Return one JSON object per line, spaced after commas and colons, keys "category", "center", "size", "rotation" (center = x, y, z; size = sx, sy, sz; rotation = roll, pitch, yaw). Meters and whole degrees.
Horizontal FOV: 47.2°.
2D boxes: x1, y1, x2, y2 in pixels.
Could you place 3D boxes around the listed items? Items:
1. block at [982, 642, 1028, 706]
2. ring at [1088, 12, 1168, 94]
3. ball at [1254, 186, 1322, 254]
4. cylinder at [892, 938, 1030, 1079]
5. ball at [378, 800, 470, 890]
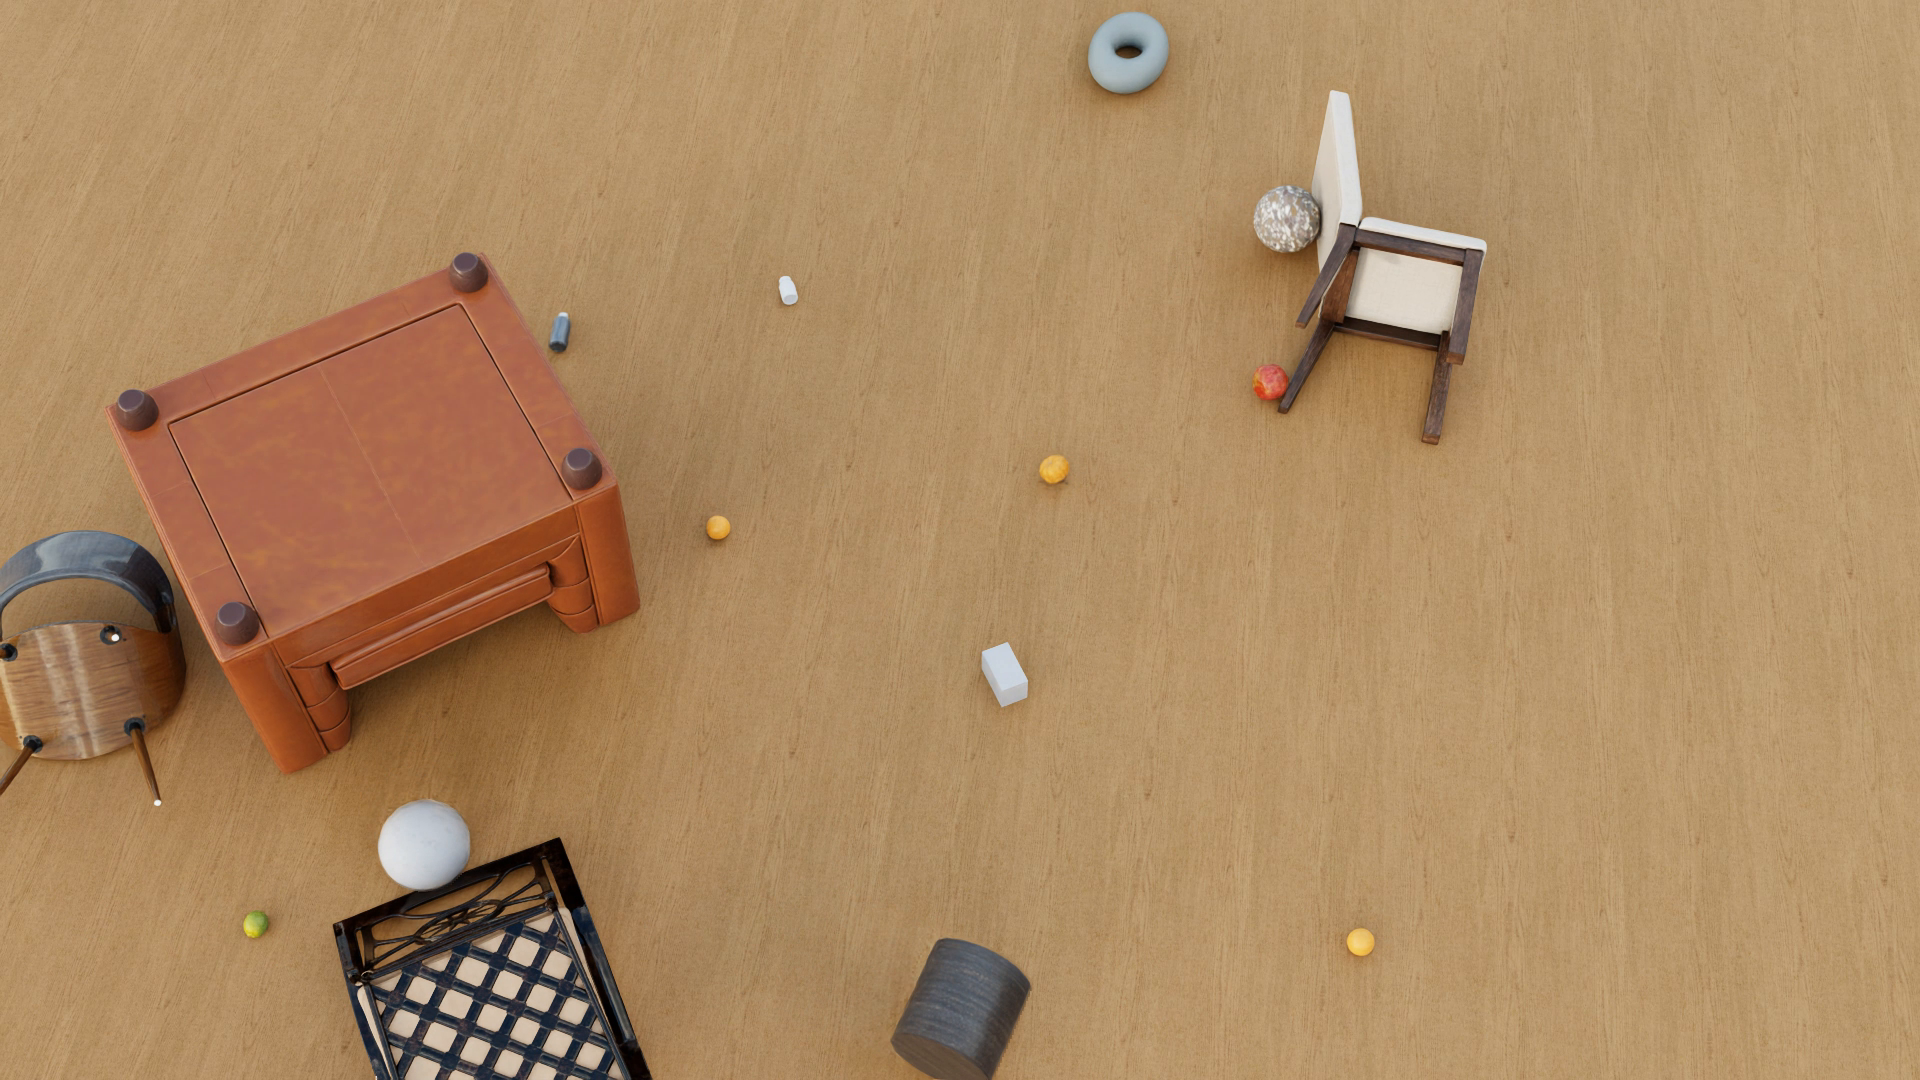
{"category": "block", "center": [0.127, 0.383, 6.260], "size": [0.080, 0.094, 0.140], "rotation": [-20, 58, -13]}
{"category": "ring", "center": [0.586, -1.694, 7.639], "size": [0.275, 0.120, 0.362], "rotation": [16, 57, 9]}
{"category": "ball", "center": [1.062, -1.042, 7.142], "size": [0.218, 0.218, 0.218], "rotation": [0, 56, 0]}
{"category": "cylinder", "center": [0.003, 1.208, 5.605], "size": [0.276, 0.256, 0.278], "rotation": [39, 57, -19]}
{"category": "ball", "center": [-1.431, 0.815, 5.881], "size": [0.241, 0.241, 0.241], "rotation": [0, 56, 0]}
